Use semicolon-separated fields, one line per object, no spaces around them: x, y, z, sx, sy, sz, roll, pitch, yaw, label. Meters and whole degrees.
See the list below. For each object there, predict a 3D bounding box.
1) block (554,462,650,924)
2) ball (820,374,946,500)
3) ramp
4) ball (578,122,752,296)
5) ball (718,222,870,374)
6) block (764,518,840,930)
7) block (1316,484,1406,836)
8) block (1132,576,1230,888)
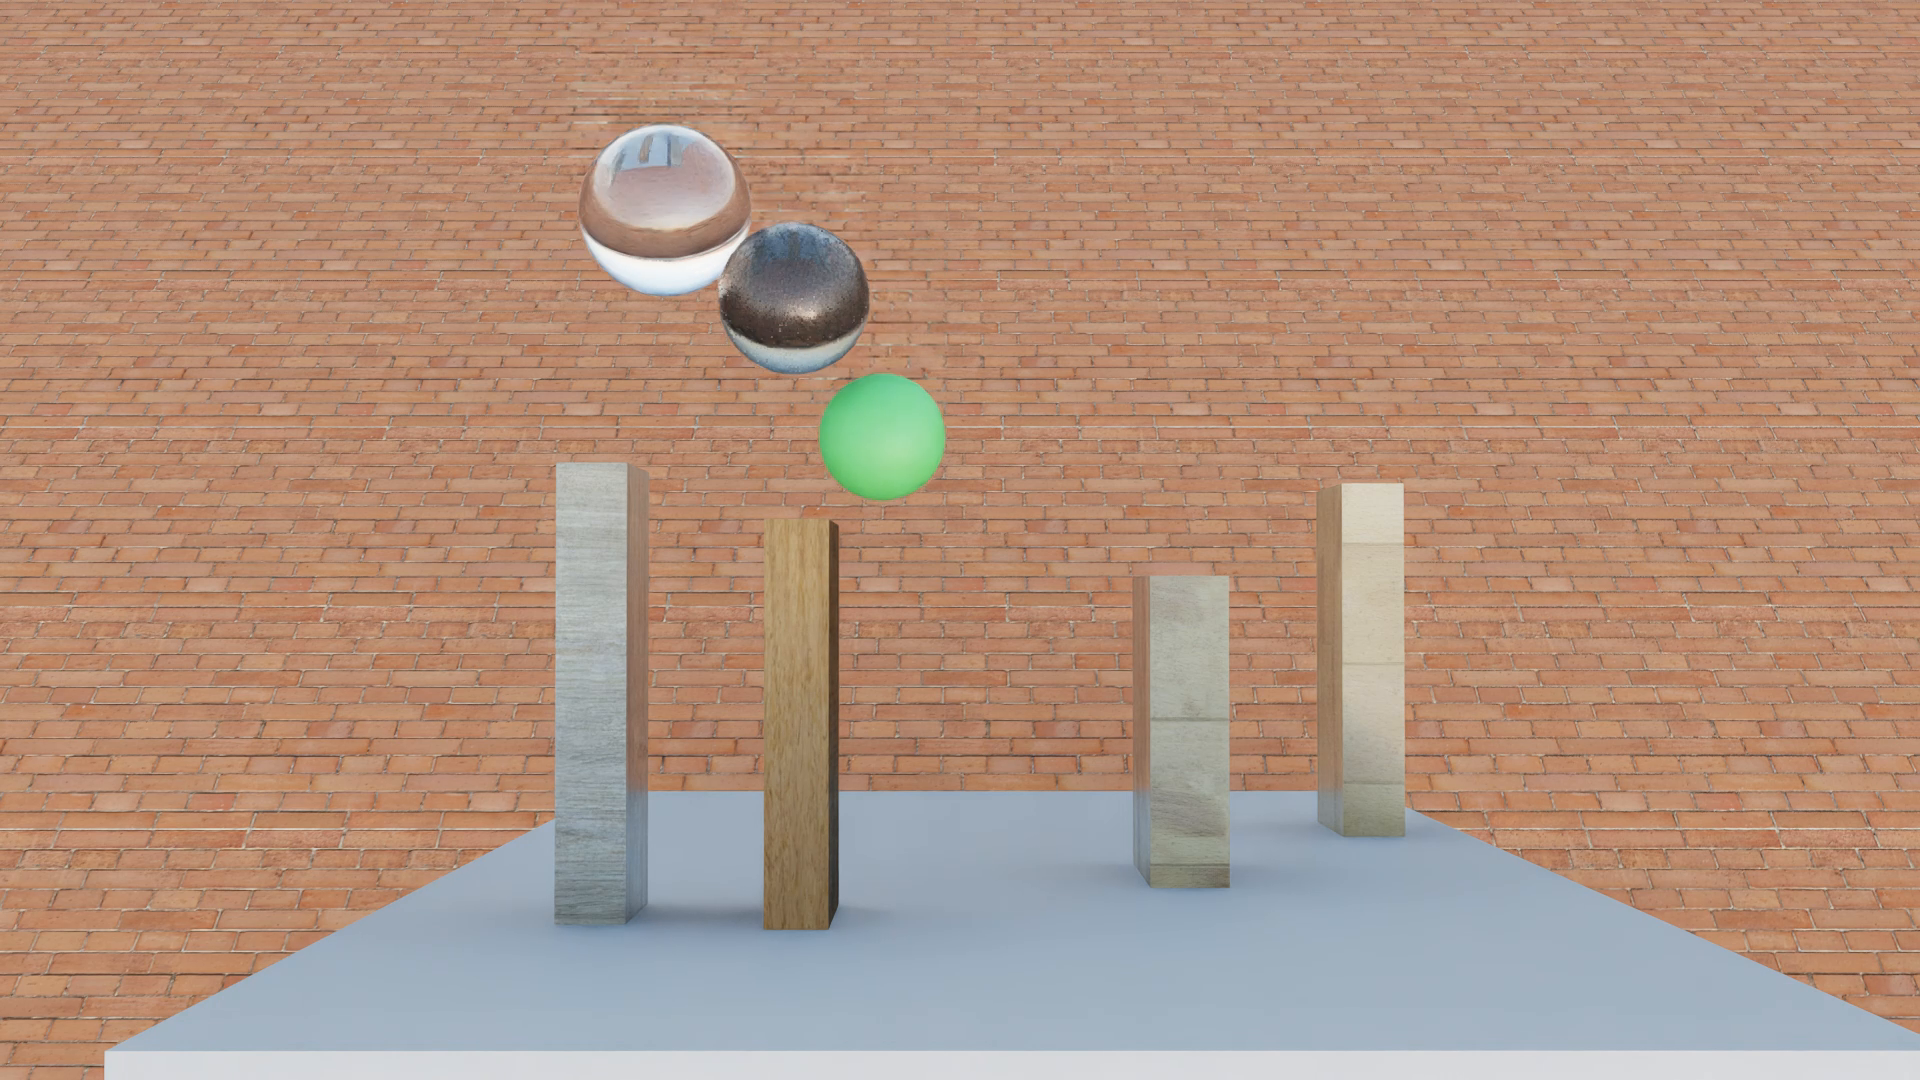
-0.560;0.236;4.079;0.107;0.700;0.283;0;-2;0;block
-0.087;-0.116;2.916;0.142;0.142;0.142;0;34;0;ball
0.076;0.655;4.802;2.000;0.100;4.000;0;-2;0;ramp
-0.332;-0.371;2.921;0.194;0.194;0.194;0;34;0;ball
-0.185;-0.269;2.890;0.169;0.169;0.169;0;34;0;ball
-0.244;0.279;4.036;0.097;0.612;0.327;0;-2;0;block
0.867;0.257;5.640;0.130;0.741;0.390;0;-2;0;block
0.394;0.334;4.672;0.136;0.534;0.444;0;-2;0;block
